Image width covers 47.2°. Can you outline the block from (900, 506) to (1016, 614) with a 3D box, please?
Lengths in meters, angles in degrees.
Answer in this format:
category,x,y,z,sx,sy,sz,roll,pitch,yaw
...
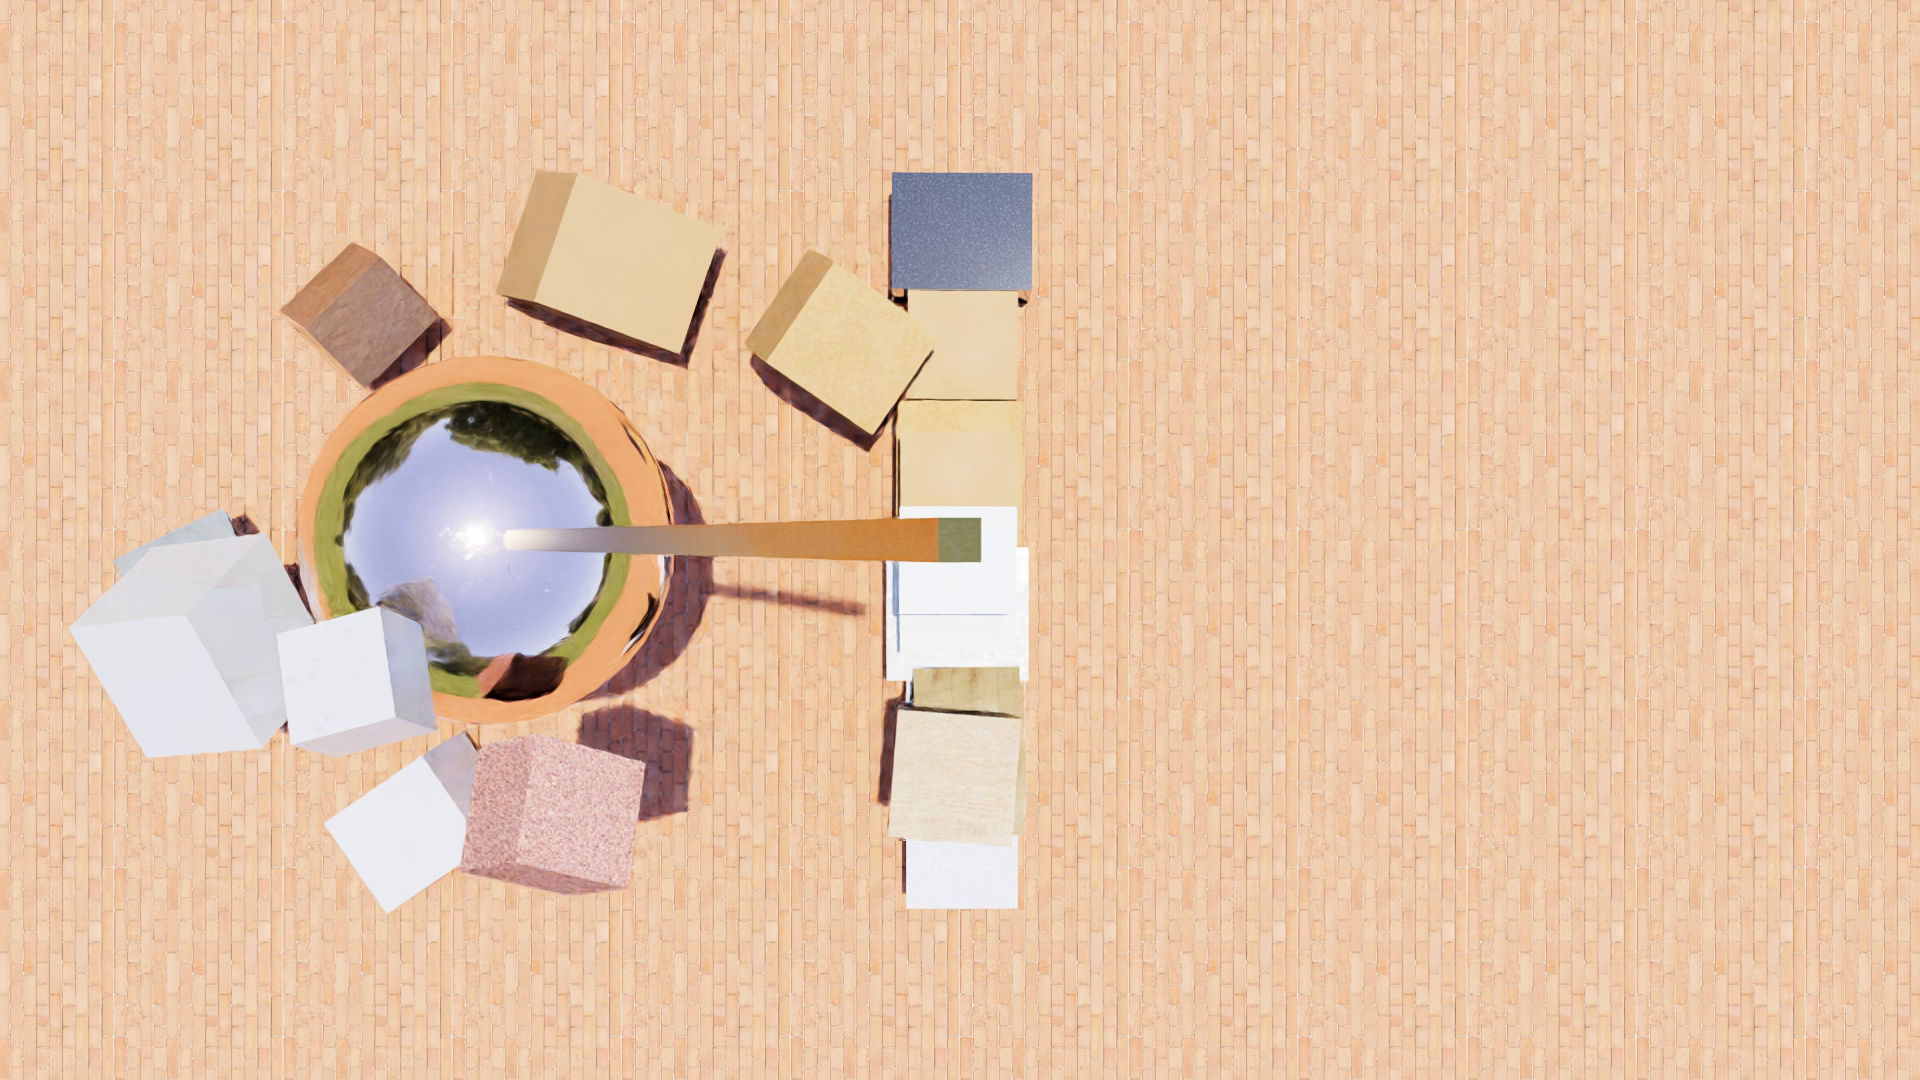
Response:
category,x,y,z,sx,sy,sz,roll,pitch,yaw
block,-0.010,0.103,11.343,0.589,0.548,0.541,0,90,0

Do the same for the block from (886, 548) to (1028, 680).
category,x,y,z,sx,sy,sz,roll,pitch,yaw
block,-0.013,0.411,12.593,0.785,0.815,0.736,0,90,0

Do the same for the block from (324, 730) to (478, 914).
category,x,y,z,sx,sy,sz,roll,pitch,yaw
block,-3.059,1.605,12.594,0.702,0.690,0.617,-34,92,9

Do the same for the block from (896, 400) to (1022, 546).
category,x,y,z,sx,sy,sz,roll,pitch,yaw
block,-0.005,-0.373,12.621,0.697,0.757,0.802,0,90,0

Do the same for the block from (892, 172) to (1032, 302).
category,x,y,z,sx,sy,sz,roll,pitch,yaw
block,0.012,-1.736,12.677,0.791,0.645,0.658,0,90,0

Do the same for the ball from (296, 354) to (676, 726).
category,x,y,z,sx,sy,sz,roll,pitch,yaw
ball,-2.034,0.000,9.511,1.600,1.600,1.600,0,90,0

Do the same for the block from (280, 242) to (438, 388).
category,x,y,z,sx,sy,sz,roll,pitch,yaw
block,-3.436,-1.290,12.567,0.575,0.577,0.482,-47,123,-11

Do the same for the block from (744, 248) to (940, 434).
category,x,y,z,sx,sy,sz,roll,pitch,yaw
block,-0.653,-1.087,11.988,0.713,0.646,0.641,34,92,-21

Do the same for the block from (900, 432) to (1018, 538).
category,x,y,z,sx,sy,sz,roll,pitch,yaw
block,-0.005,-0.292,11.988,0.623,0.509,0.573,0,90,0

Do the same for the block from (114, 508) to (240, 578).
category,x,y,z,sx,sy,sz,roll,pitch,yaw
block,-4.239,0.407,12.423,0.654,0.694,0.729,-27,45,-13

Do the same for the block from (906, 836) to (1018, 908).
category,x,y,z,sx,sy,sz,roll,pitch,yaw
block,0.012,1.730,12.643,0.621,0.714,0.656,0,90,0

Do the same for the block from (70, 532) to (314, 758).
category,x,y,z,sx,sy,sz,roll,pitch,yaw
block,-3.540,0.497,10.325,0.689,0.666,0.756,-6,121,23

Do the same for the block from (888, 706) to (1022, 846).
category,x,y,z,sx,sy,sz,roll,pitch,yaw
block,-0.034,1.190,11.181,0.613,0.601,0.629,5,88,-1

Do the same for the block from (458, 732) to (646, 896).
category,x,y,z,sx,sy,sz,roll,pitch,yaw
block,-1.677,1.138,9.061,0.536,0.438,0.527,21,65,-38

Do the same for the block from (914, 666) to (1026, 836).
category,x,y,z,sx,sy,sz,roll,pitch,yaw
block,0.046,1.149,11.941,0.576,0.684,0.606,-1,134,-2

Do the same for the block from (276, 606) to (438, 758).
category,x,y,z,sx,sy,sz,roll,pitch,yaw
block,-2.354,0.559,8.595,0.435,0.365,0.444,-15,74,9

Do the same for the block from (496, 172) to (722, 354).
category,x,y,z,sx,sy,sz,roll,pitch,yaw
block,-1.996,-1.574,12.443,0.880,0.790,0.737,19,90,-29

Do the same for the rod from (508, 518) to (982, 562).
category,x,y,z,sx,sy,sz,roll,pitch,yaw
rod,-0.882,0.000,6.313,0.080,5.200,0.080,0,90,-20

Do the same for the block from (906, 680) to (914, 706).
category,x,y,z,sx,sy,sz,roll,pitch,yaw
block,0.010,1.088,12.699,0.630,0.594,0.603,0,90,-1

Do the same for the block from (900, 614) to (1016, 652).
category,x,y,z,sx,sy,sz,roll,pitch,yaw
block,-0.015,0.321,11.901,0.607,0.568,0.545,-1,90,0

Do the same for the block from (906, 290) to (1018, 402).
category,x,y,z,sx,sy,sz,roll,pitch,yaw
block,0.012,-1.100,12.704,0.624,0.592,0.610,0,90,0
